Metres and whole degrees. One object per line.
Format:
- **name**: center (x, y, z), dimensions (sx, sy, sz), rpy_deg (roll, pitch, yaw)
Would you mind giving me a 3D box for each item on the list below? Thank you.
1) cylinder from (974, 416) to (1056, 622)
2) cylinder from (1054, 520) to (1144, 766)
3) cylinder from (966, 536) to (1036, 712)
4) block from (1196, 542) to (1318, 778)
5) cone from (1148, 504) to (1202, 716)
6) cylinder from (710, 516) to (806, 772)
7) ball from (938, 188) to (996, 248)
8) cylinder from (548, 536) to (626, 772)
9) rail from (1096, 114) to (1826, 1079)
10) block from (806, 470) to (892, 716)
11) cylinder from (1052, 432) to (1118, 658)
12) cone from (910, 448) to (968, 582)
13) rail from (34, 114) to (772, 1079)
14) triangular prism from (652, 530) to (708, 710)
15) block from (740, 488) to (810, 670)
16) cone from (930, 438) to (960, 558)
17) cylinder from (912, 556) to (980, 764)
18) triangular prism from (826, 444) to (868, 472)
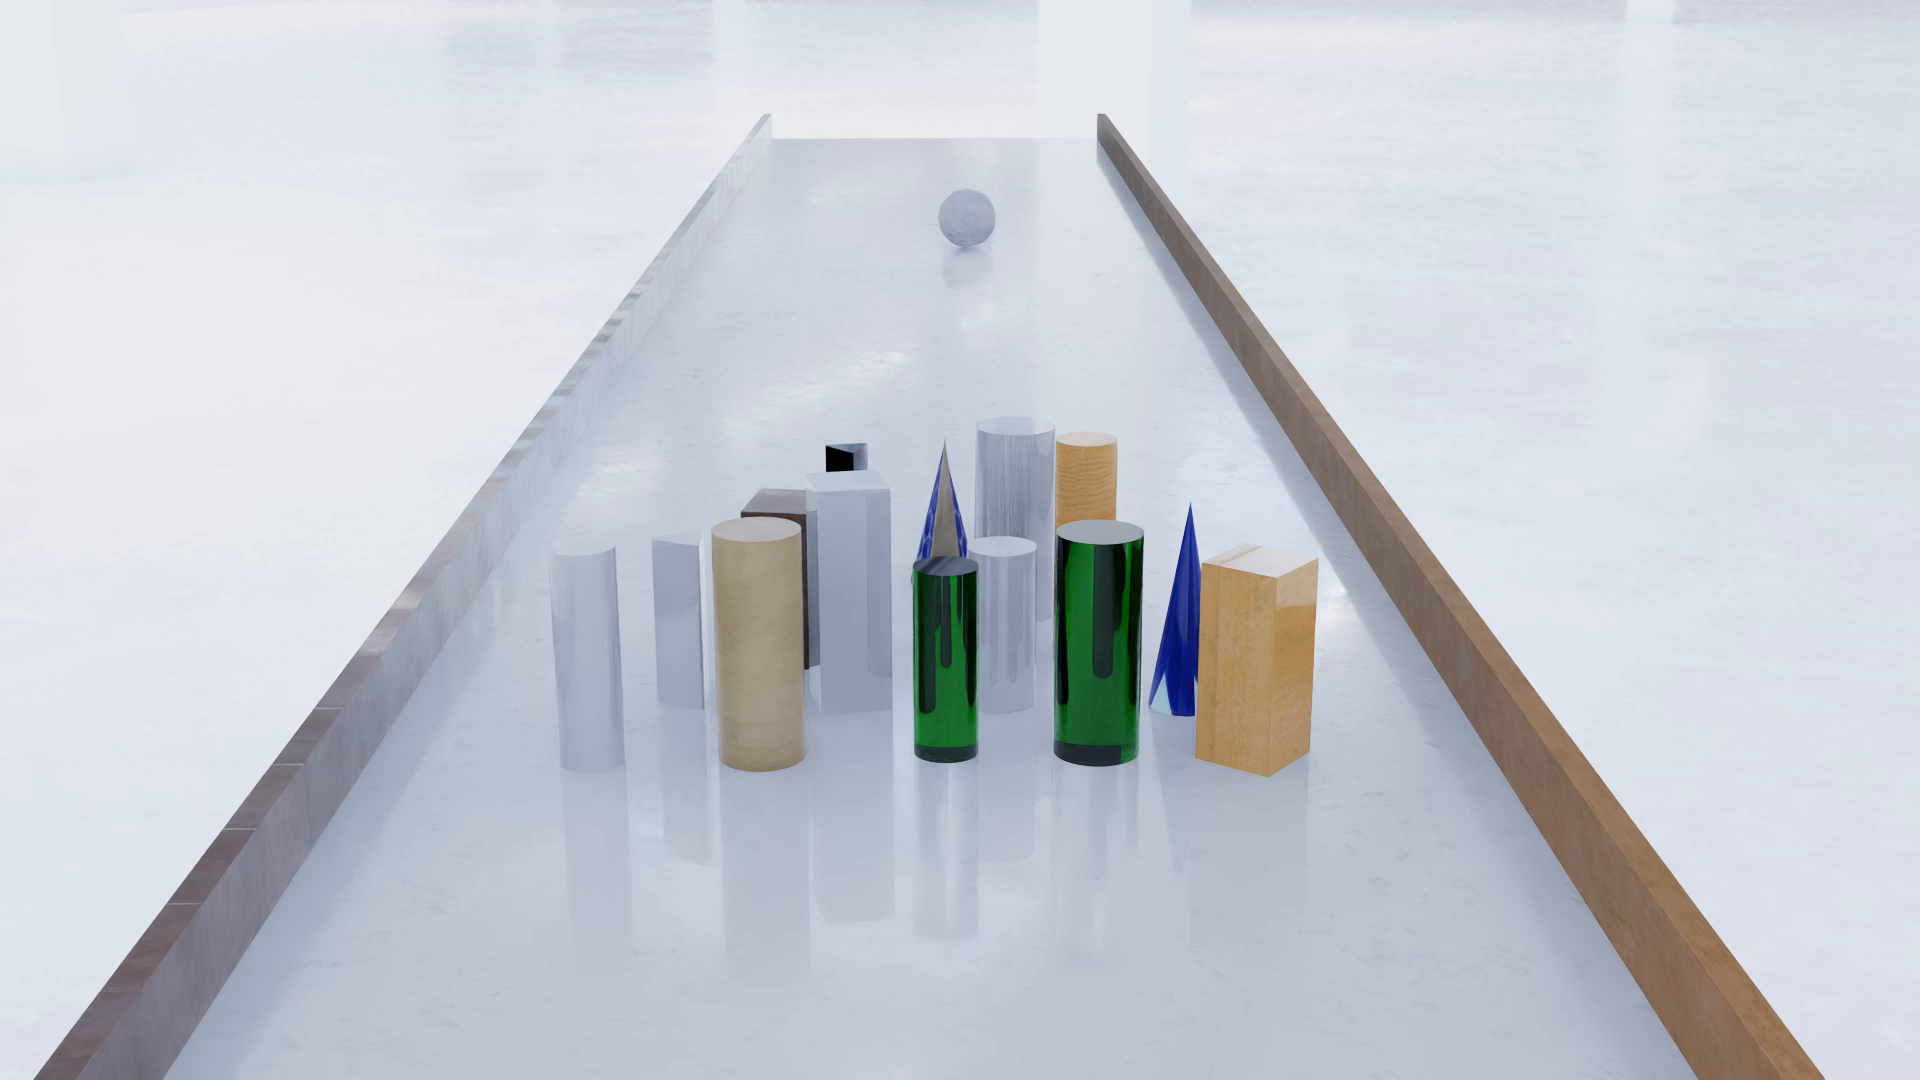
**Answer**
- **cylinder**: center (0.115, -0.042, 4.648), dimensions (0.169, 0.410, 0.169), rpy_deg (0, 17, 0)
- **cylinder**: center (0.245, 0.182, 3.897), dimensions (0.155, 0.410, 0.155), rpy_deg (0, 17, 0)
- **cylinder**: center (0.078, 0.159, 4.152), dimensions (0.132, 0.308, 0.132), rpy_deg (0, 17, 0)
- **block**: center (0.523, 0.210, 3.881), dimensions (0.149, 0.365, 0.149), rpy_deg (12, 20, 35)
- **cone**: center (0.427, 0.119, 4.125), dimensions (0.139, 0.400, 0.139), rpy_deg (0, 17, 0)
- **cylinder**: center (-0.353, 0.183, 3.873), dimensions (0.156, 0.421, 0.156), rpy_deg (0, 17, 0)
- **ball**: center (0.031, -1.382, 9.437), dimensions (0.248, 0.248, 0.248), rpy_deg (0, 17, 0)
- **cylinder**: center (-0.653, 0.200, 3.855), dimensions (0.117, 0.398, 0.117), rpy_deg (0, 17, 0)
- **rail**: center (0.932, -0.844, 7.801), dimensions (0.050, 0.150, 12.000), rpy_deg (0, 17, -1)
- **block**: center (-0.209, 0.098, 4.139), dimensions (0.136, 0.433, 0.136), rpy_deg (-4, 17, -12)
- **cylinder**: center (0.247, 0.021, 4.357), dimensions (0.121, 0.456, 0.121), rpy_deg (0, 17, 0)
- **cone**: center (-0.036, -0.058, 4.878), dimensions (0.152, 0.310, 0.152), rpy_deg (0, 17, 0)
- **rail**: center (-1.118, -0.838, 7.780), dimensions (0.050, 0.150, 12.000), rpy_deg (0, 17, -1)
- **triangular prism**: center (-0.509, 0.147, 4.167), dimensions (0.105, 0.322, 0.091), rpy_deg (9, 19, 27)
- **block**: center (-0.329, 0.077, 4.404), dimensions (0.174, 0.321, 0.174), rpy_deg (2, 17, 8)
- **cone**: center (-0.030, 0.012, 4.396), dimensions (0.108, 0.450, 0.108), rpy_deg (0, 17, 0)
- **cylinder**: center (-0.025, 0.212, 3.902), dimensions (0.117, 0.348, 0.117), rpy_deg (0, 17, 0)
- **triangular prism**: center (-0.223, -0.019, 4.642), dimensions (0.076, 0.370, 0.088), rpy_deg (-14, 22, -40)
